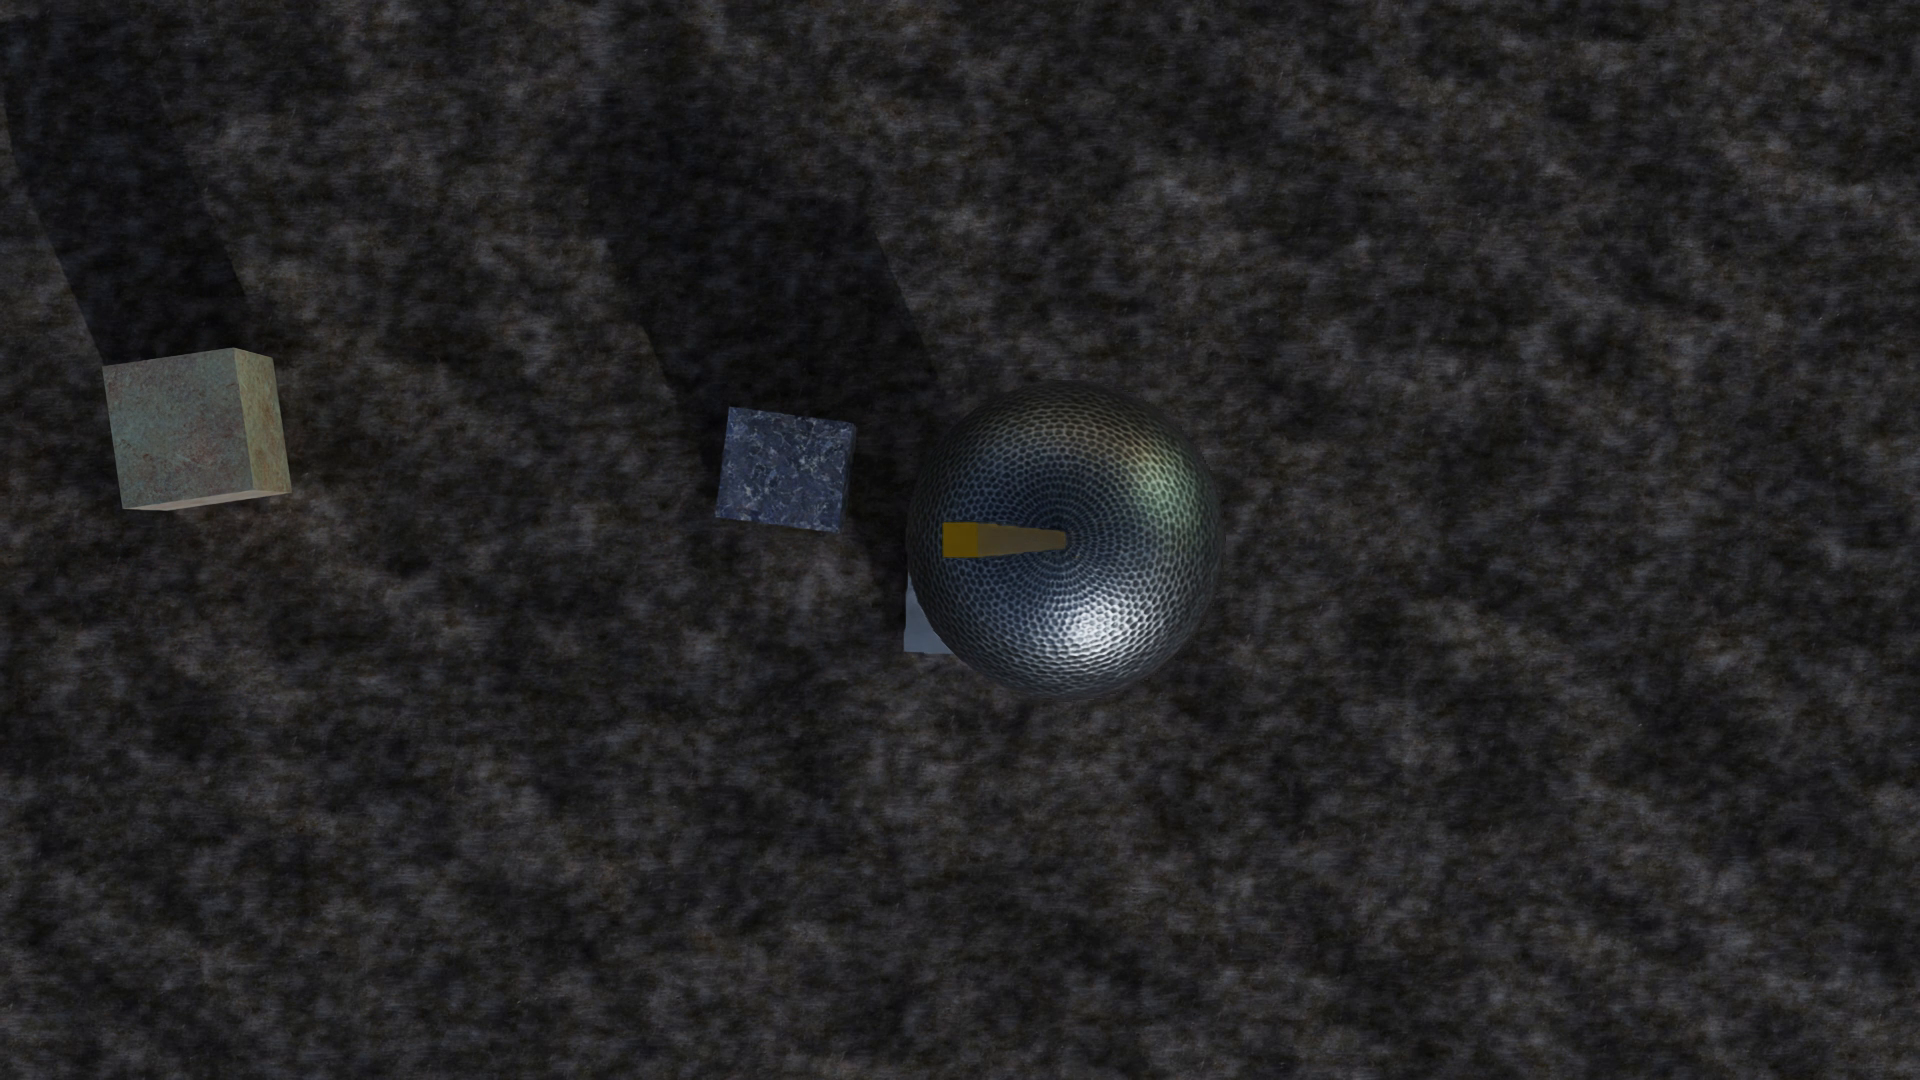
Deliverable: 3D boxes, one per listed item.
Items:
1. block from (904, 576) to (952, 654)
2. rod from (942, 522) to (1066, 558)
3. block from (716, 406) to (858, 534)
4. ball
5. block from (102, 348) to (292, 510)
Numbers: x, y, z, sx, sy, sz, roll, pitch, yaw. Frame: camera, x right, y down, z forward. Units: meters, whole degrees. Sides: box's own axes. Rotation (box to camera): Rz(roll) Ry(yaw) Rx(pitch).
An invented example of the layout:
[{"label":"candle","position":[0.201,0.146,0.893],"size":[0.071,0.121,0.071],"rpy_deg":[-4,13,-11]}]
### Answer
[{"label":"block","position":[0.001,0.342,12.654],"size":[0.606,0.692,0.598],"rpy_deg":[3,90,0]},{"label":"rod","position":[0.227,0.000,7.663],"size":[0.080,5.200,0.080],"rpy_deg":[0,90,5]},{"label":"block","position":[-0.992,-0.395,12.685],"size":[0.698,0.631,0.625],"rpy_deg":[8,90,0]},{"label":"ball","position":[0.523,0.000,11.050],"size":[1.600,1.600,1.600],"rpy_deg":[0,90,0]},{"label":"block","position":[-4.373,-0.625,12.648],"size":[0.743,0.704,0.805],"rpy_deg":[-8,90,0]}]
